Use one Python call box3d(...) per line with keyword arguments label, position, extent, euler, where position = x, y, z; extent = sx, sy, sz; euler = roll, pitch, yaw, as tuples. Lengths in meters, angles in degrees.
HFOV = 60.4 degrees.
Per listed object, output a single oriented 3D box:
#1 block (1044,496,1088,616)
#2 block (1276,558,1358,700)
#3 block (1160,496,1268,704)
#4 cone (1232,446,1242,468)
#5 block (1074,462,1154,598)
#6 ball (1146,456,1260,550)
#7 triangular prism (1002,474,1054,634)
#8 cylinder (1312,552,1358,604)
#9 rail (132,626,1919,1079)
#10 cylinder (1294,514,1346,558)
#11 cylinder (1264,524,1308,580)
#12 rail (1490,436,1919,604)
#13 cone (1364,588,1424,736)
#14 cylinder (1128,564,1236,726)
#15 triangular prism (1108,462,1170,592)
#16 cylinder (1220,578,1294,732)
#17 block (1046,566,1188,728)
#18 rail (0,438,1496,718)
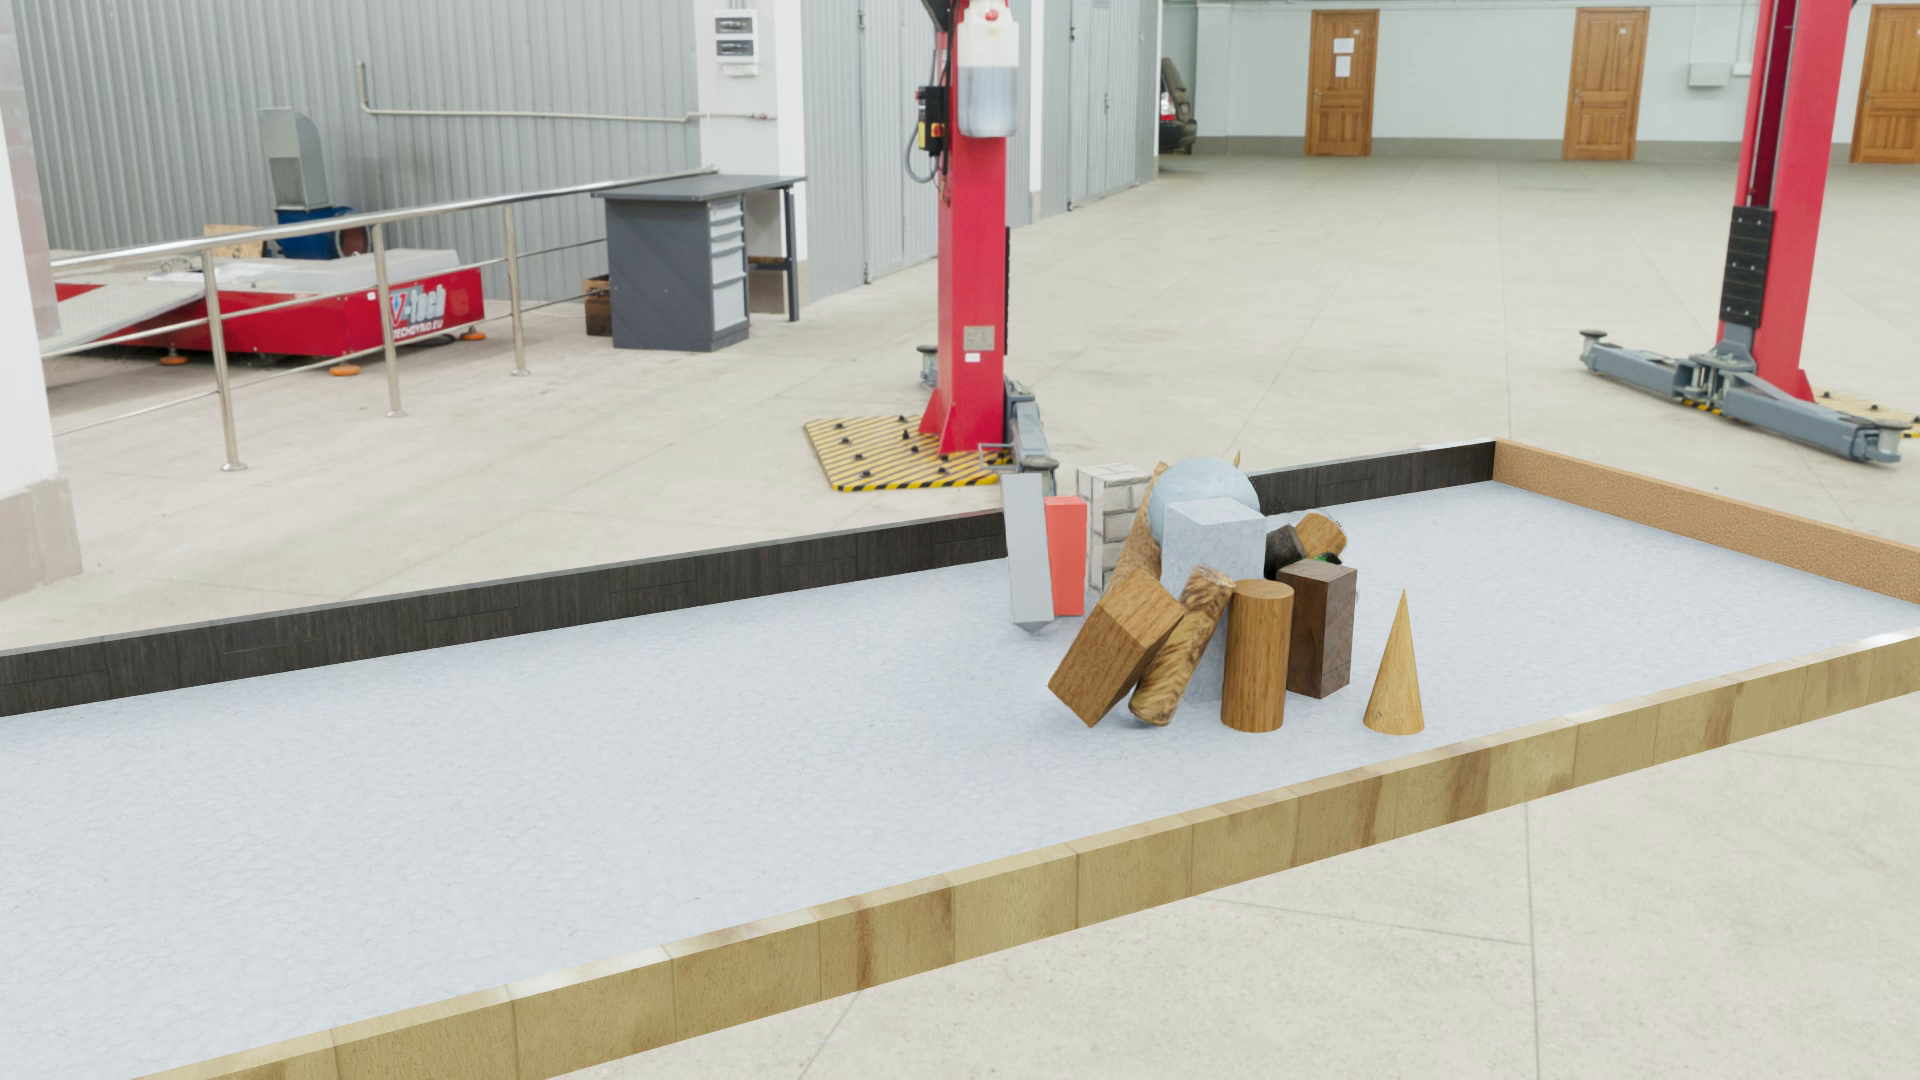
box3d(label="block", position=(0.281, 0.043, 4.629), extent=(0.116, 0.316, 0.116), euler=(-2, 13, -11))
box3d(label="block", position=(0.874, 0.217, 4.081), extent=(0.143, 0.301, 0.143), euler=(14, 21, 40))
box3d(label="block", position=(0.611, 0.146, 4.032), extent=(0.178, 0.458, 0.178), euler=(-7, 20, -21))
box3d(label="cone", position=(0.739, -0.057, 4.713), extent=(0.156, 0.459, 0.156), euler=(18, -10, 3))
box3d(label="block", position=(0.447, -0.030, 4.836), extent=(0.168, 0.351, 0.168), euler=(-8, 18, -25))
box3d(label="ball", position=(0.642, -0.072, 4.355), extent=(0.295, 0.295, 0.295), euler=(0, 16, 0))
box3d(label="triangular prism", position=(0.183, 0.037, 4.528), extent=(0.110, 0.438, 0.095), euler=(-3, -23, -3))
box3d(label="cylinder", position=(0.850, 0.173, 4.272), extent=(0.322, 0.158, 0.158), euler=(-28, 20, -5))
box3d(label="rail", position=(-2.336, 1.006, 1.665), extent=(12.000, 0.150, 0.050), euler=(-9, 18, -27))
box3d(label="cylinder", position=(0.890, 0.096, 4.483), extent=(0.357, 0.139, 0.139), euler=(-45, 37, -21))
box3d(label="cylinder", position=(0.676, 0.108, 4.257), extent=(0.441, 0.119, 0.119), euler=(-28, 8, 19))
box3d(label="rail", position=(2.466, -0.048, 5.253), extent=(0.050, 0.150, 2.100), euler=(-9, 18, -27))
box3d(label="cone", position=(1.021, 0.268, 3.836), extent=(0.141, 0.341, 0.141), euler=(0, 16, 0))
box3d(label="cylinder", position=(0.513, 0.246, 3.832), extent=(0.105, 0.374, 0.105), euler=(21, 18, -7))
box3d(label="triangular prism", position=(0.502, 0.020, 4.522), extent=(0.148, 0.438, 0.129), euler=(29, -20, -15))
box3d(label="cylinder", position=(0.693, 0.269, 3.853), extent=(0.146, 0.327, 0.146), euler=(1, 17, 0))
box3d(label="block", position=(0.349, 0.248, 3.728), extent=(0.145, 0.422, 0.145), euler=(44, 60, 12))
box3d(label="rail", position=(-3.305, 0.497, 3.399), extent=(12.000, 0.150, 0.050), euler=(-9, 18, -27))
